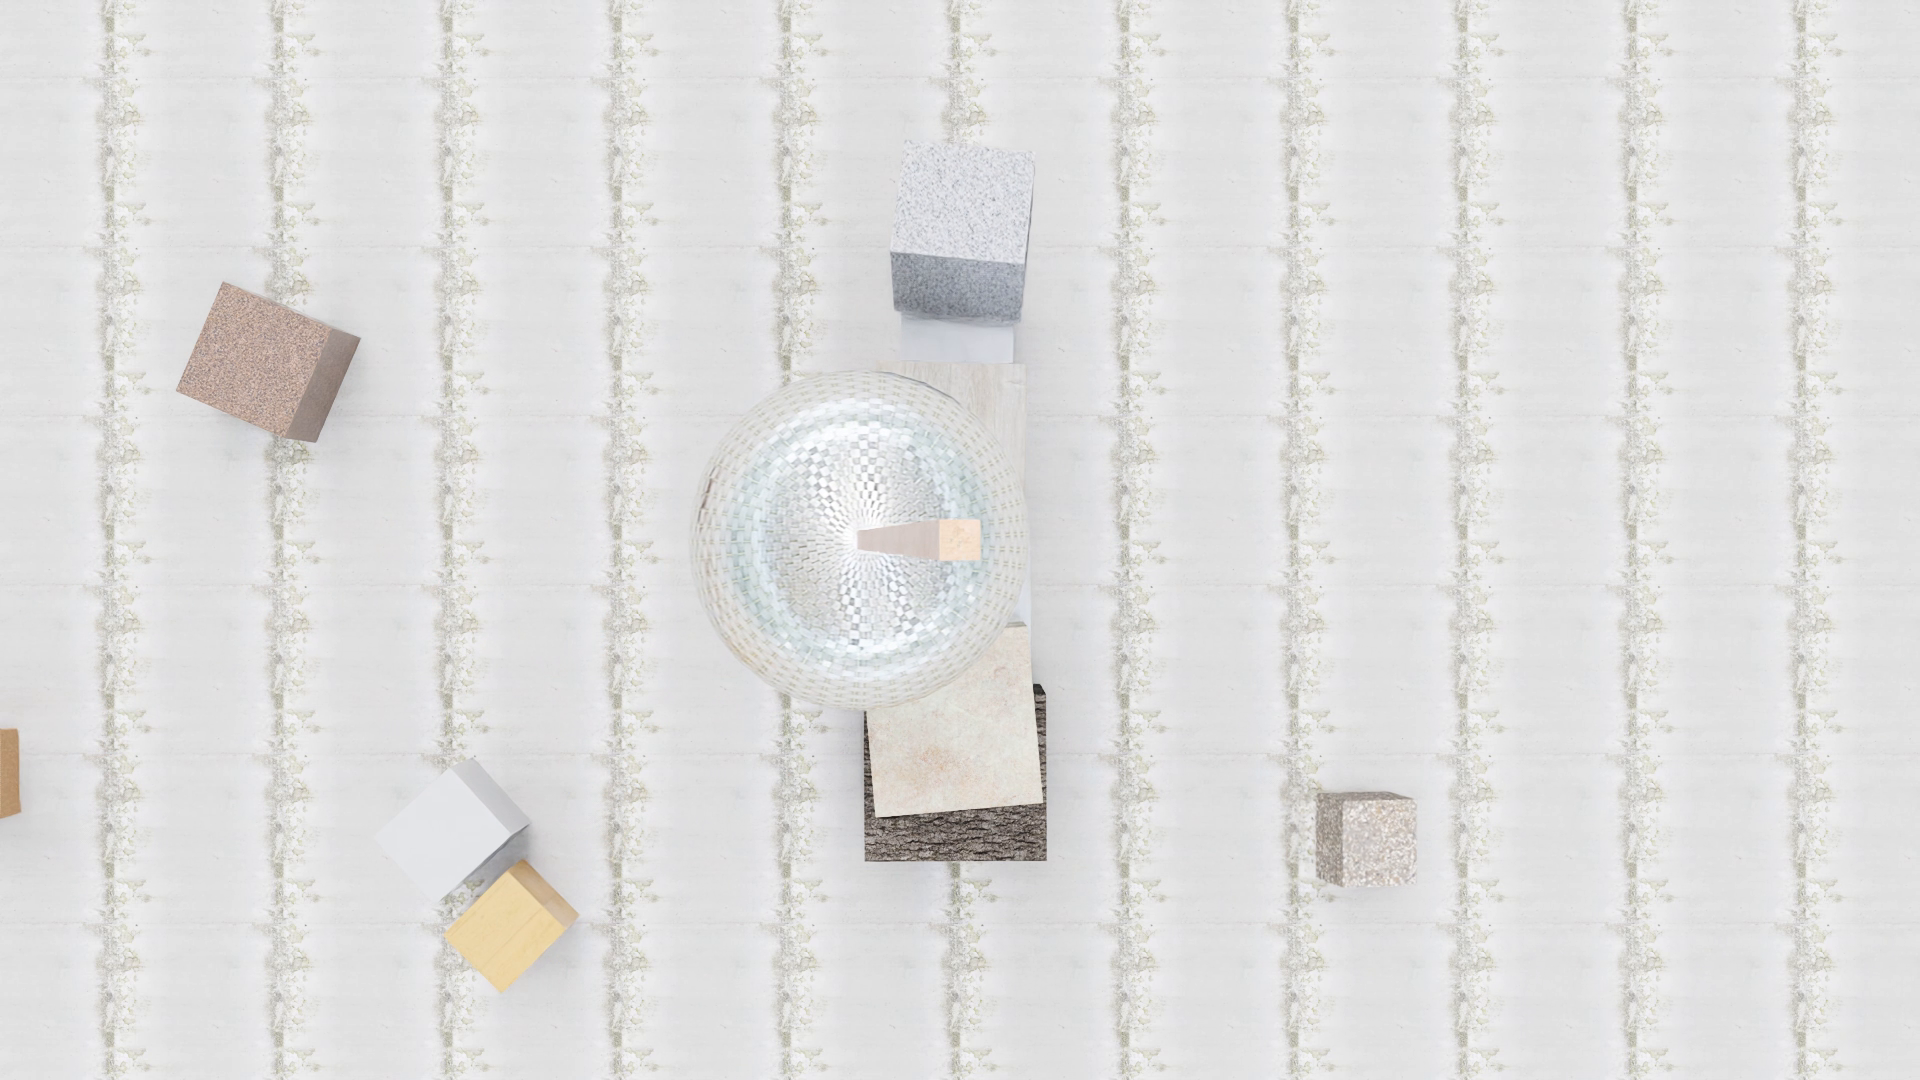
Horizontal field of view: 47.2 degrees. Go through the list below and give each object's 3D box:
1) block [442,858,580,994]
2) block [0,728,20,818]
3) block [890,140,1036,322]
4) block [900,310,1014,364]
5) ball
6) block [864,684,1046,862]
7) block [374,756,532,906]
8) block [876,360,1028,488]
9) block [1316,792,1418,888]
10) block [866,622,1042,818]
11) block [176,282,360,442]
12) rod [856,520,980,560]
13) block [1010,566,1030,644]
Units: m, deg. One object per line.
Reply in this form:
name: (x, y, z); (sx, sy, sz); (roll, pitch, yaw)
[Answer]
block: (-2.597, 2.234, 12.762); (0.475, 0.476, 0.520); (45, 90, 0)
block: (-5.853, 1.371, 12.687); (0.585, 0.626, 0.503); (-2, 90, 0)
block: (0.019, -1.676, 11.996); (0.710, 0.738, 0.664); (6, 71, 2)
block: (-0.016, -1.371, 12.704); (0.634, 0.592, 0.739); (0, 90, 0)
ball: (-0.469, 0.000, 10.290); (1.600, 1.600, 1.600); (0, 90, 0)
block: (-0.026, 1.311, 12.554); (1.004, 0.892, 0.917); (0, 90, 0)
block: (-2.922, 1.672, 12.707); (0.588, 0.587, 0.519); (-42, 90, 0)
block: (-0.056, -0.528, 12.541); (0.833, 0.919, 0.896); (1, 90, 0)
block: (2.353, 1.731, 12.750); (0.451, 0.414, 0.492); (0, 90, -12)
block: (-0.044, 0.940, 11.735); (0.868, 0.745, 0.915); (-5, 90, 0)
block: (-3.981, -1.017, 12.698); (0.672, 0.603, 0.676); (23, 90, 0)
rod: (-0.203, 0.000, 6.901); (0.080, 5.200, 0.080); (0, 90, -4)
block: (-0.003, 0.393, 12.612); (0.792, 0.775, 0.916); (0, 90, 0)
